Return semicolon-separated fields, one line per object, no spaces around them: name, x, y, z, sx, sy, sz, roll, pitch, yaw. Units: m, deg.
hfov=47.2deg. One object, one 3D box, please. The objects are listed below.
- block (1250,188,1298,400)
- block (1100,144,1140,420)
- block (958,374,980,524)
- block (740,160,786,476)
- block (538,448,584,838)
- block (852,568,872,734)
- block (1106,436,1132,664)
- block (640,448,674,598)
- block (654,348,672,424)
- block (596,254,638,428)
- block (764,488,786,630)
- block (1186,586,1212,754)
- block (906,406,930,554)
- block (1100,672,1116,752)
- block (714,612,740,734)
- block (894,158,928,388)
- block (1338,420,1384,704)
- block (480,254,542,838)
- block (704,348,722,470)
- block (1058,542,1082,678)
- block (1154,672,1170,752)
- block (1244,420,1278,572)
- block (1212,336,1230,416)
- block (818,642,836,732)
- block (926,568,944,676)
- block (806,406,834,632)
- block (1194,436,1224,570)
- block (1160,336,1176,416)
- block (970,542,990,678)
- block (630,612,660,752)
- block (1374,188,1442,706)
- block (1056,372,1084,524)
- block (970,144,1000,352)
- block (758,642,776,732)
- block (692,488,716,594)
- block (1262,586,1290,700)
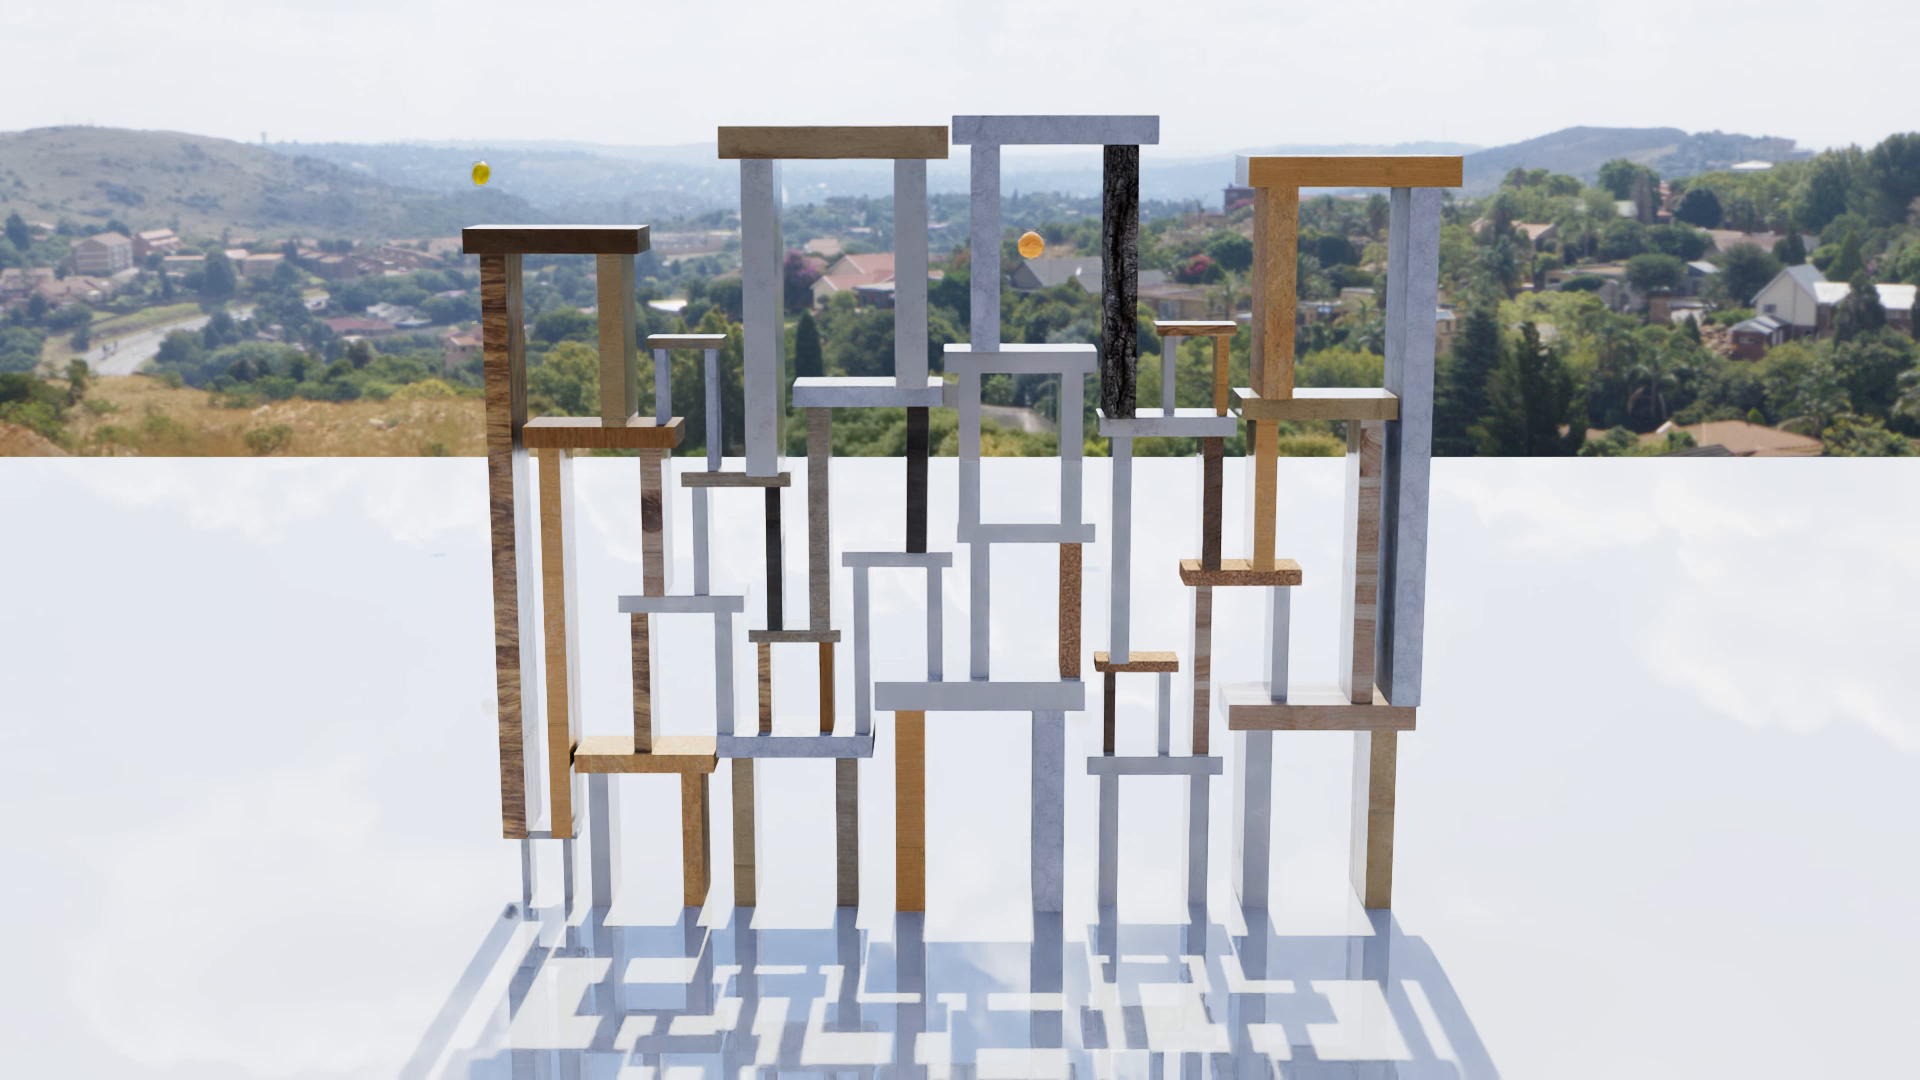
block;0.497;-0.396;3.483;0.046;0.328;0.164;0;11;0
block;0.253;-0.412;3.488;0.045;0.423;0.159;0;11;0
block;0.015;-0.155;3.533;0.034;0.240;0.120;0;11;0
block;-0.311;-0.357;3.489;0.050;0.491;0.176;0;11;0
block;-0.649;0.159;3.585;0.034;0.641;0.120;0;11;0
block;-0.158;0.171;3.589;0.025;0.275;0.089;0;11;0
block;0.257;0.008;3.566;0.031;0.370;0.108;0;11;0
block;-0.489;-0.038;3.548;0.034;0.240;0.120;0;11;0
block;-0.474;-0.248;3.511;0.017;0.120;0.060;0;11;0
block;-0.544;-0.323;3.497;0.038;0.271;0.135;0;11;0
block;-0.298;0.023;3.564;0.025;0.234;0.087;0;11;0
block;0.392;0.203;3.602;0.027;0.280;0.094;0;11;0
block;-0.068;-0.105;3.543;0.033;0.235;0.117;1;11;0
block;0.244;0.275;3.615;0.019;0.134;0.067;0;11;0
block;-0.380;0.207;3.599;0.029;0.202;0.101;0;11;0
block;-0.077;-0.425;3.475;0.050;0.352;0.176;0;11;0
block;0.648;0.026;3.562;0.035;0.460;0.123;0;11;0
block;-0.725;0.009;3.559;0.038;0.946;0.135;0;11;0
block;-0.394;-0.211;3.517;0.017;0.195;0.060;0;11;0
block;0.179;0.103;3.576;0.031;0.221;0.110;0;11;0
block;0.333;0.275;3.615;0.019;0.134;0.067;0;11;0
block;0.485;-0.081;3.543;0.035;0.246;0.123;0;11;0
block;0.416;-0.266;3.513;0.018;0.126;0.063;0;11;0
block;-0.217;0.232;3.605;0.021;0.149;0.075;0;11;0
block;-0.040;0.123;3.584;0.025;0.178;0.089;0;11;0
block;-0.225;-0.042;3.556;0.033;0.364;0.117;0;10;0
block;0.402;-0.067;3.552;0.031;0.217;0.108;0;11;0
block;0.332;-0.266;3.513;0.018;0.126;0.063;0;11;0
block;0.032;0.103;3.577;0.031;0.221;0.110;0;11;0
block;-0.515;0.222;3.602;0.029;0.232;0.101;0;11;0
block;0.715;-0.152;3.529;0.046;0.823;0.164;0;11;0
block;0.176;-0.155;3.533;0.034;0.240;0.120;0;11;-1
block;0.040;-0.464;3.479;0.045;0.319;0.159;0;11;0
block;-0.317;0.232;3.605;0.021;0.149;0.075;0;11;0
block;-0.415;-0.006;3.558;0.025;0.175;0.087;0;11;0
block;0.518;0.158;3.594;0.027;0.188;0.094;0;11;0
